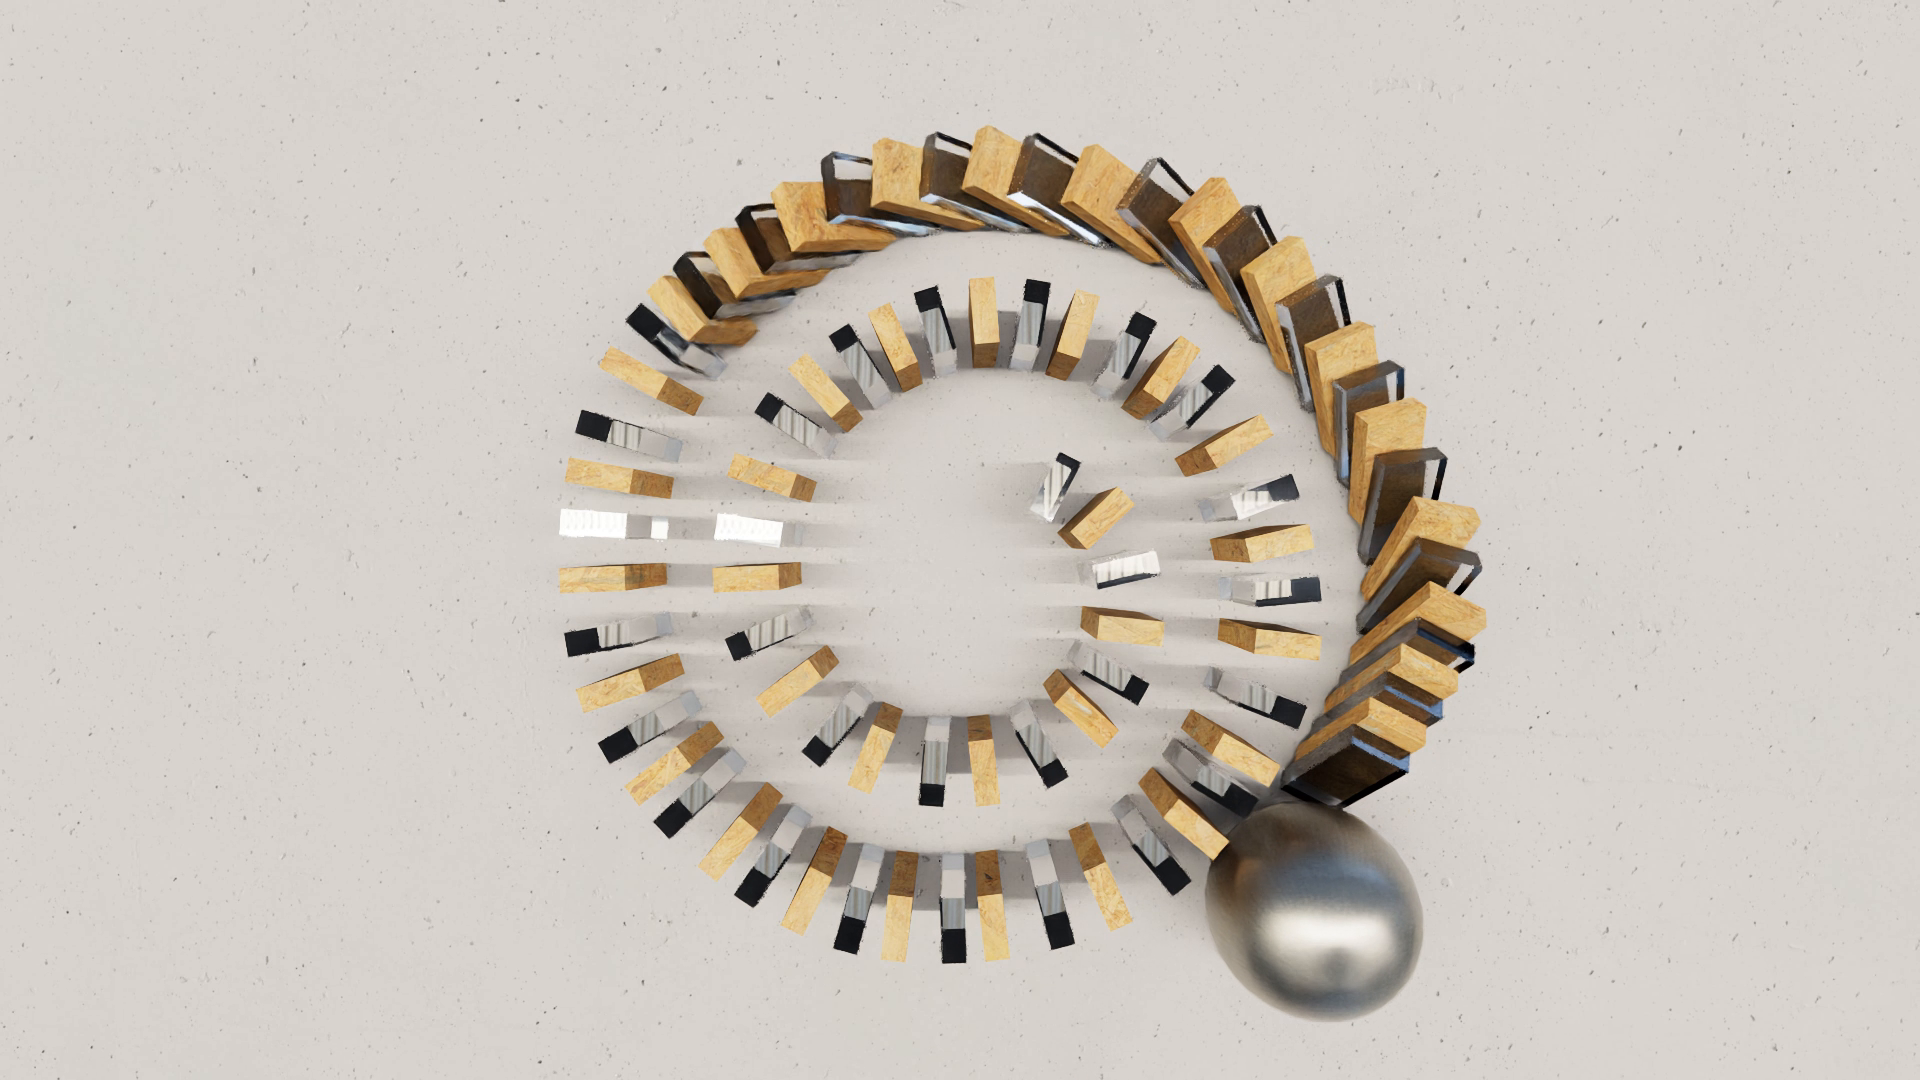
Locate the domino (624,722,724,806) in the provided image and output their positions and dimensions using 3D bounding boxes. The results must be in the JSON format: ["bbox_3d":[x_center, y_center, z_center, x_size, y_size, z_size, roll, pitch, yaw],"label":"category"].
[{"bbox_3d":[-0.115,0.090,0.375,0.025,0.050,0.009,-37,90,0],"label":"domino"}]

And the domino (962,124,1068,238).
[{"bbox_3d":[0.026,-0.149,0.382,0.050,0.010,0.025,15,89,-33],"label":"domino"}]

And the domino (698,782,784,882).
[{"bbox_3d":[-0.089,0.118,0.375,0.010,0.050,0.025,40,90,0],"label":"domino"}]

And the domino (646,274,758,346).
[{"bbox_3d":[-0.104,-0.093,0.375,0.010,0.050,0.025,-40,90,16],"label":"domino"}]

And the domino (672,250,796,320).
[{"bbox_3d":[-0.091,-0.106,0.376,0.009,0.050,0.025,-36,90,31],"label":"domino"}]

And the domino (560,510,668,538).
[{"bbox_3d":[-0.140,-0.006,0.375,0.025,0.050,0.009,4,90,0],"label":"domino"}]

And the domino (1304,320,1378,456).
[{"bbox_3d":[0.162,-0.063,0.383,0.025,0.009,0.050,-24,120,0],"label":"domino"}]

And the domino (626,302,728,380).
[{"bbox_3d":[-0.114,-0.080,0.375,0.025,0.050,0.010,40,94,0],"label":"domino"}]

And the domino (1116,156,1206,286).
[{"bbox_3d":[0.091,-0.133,0.384,0.050,0.010,0.025,34,90,-28],"label":"domino"}]

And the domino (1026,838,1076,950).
[{"bbox_3d":[0.036,0.144,0.375,0.009,0.050,0.025,-15,90,0],"label":"domino"}]

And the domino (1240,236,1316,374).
[{"bbox_3d":[0.138,-0.098,0.383,0.025,0.010,0.050,-36,121,-3],"label":"domino"}]

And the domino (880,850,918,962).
[{"bbox_3d":[-0.024,0.148,0.375,0.009,0.050,0.025,7,90,0],"label":"domino"}]

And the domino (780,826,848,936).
[{"bbox_3d":[-0.059,0.138,0.375,0.010,0.050,0.025,27,90,0],"label":"domino"}]

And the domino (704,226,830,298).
[{"bbox_3d":[-0.078,-0.116,0.378,0.010,0.050,0.025,-32,90,39],"label":"domino"}]

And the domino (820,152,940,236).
[{"bbox_3d":[-0.032,-0.143,0.381,0.050,0.010,0.025,-7,90,-39],"label":"domino"}]

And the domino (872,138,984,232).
[{"bbox_3d":[-0.013,-0.147,0.382,0.050,0.009,0.025,0,90,-35],"label":"domino"}]

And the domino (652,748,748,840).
[{"bbox_3d":[-0.105,0.102,0.375,0.025,0.050,0.009,-43,90,0],"label":"domino"}]

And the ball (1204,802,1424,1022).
[{"bbox_3d":[0.137,0.144,0.360,0.080,0.080,0.080,0,90,0],"label":"ball"}]

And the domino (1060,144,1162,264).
[{"bbox_3d":[0.068,-0.140,0.384,0.050,0.009,0.025,23,90,-29],"label":"domino"}]

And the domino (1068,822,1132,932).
[{"bbox_3d":[0.057,0.136,0.375,0.010,0.050,0.025,-24,90,0],"label":"domino"}]

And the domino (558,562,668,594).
[{"bbox_3d":[-0.141,0.015,0.375,0.025,0.050,0.010,-2,90,0],"label":"domino"}]

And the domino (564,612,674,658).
[{"bbox_3d":[-0.138,0.038,0.375,0.025,0.050,0.010,-10,90,0],"label":"domino"}]

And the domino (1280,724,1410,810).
[{"bbox_3d":[0.157,0.095,0.378,0.025,0.050,0.009,27,51,0],"label":"domino"}]

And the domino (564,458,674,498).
[{"bbox_3d":[-0.138,-0.025,0.375,0.025,0.050,0.010,10,90,0],"label":"domino"}]

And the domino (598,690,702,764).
[{"bbox_3d":[-0.125,0.075,0.375,0.025,0.050,0.010,-30,90,0],"label":"domino"}]

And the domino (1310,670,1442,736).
[{"bbox_3d":[0.170,0.074,0.378,0.025,0.050,0.010,27,51,0],"label":"domino"}]

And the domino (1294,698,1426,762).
[{"bbox_3d":[0.164,0.085,0.378,0.025,0.050,0.010,27,51,0],"label":"domino"}]

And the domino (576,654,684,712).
[{"bbox_3d":[-0.133,0.058,0.375,0.025,0.050,0.009,-19,90,0],"label":"domino"}]

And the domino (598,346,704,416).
[{"bbox_3d":[-0.125,-0.064,0.375,0.025,0.050,0.010,29,90,0],"label":"domino"}]

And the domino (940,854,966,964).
[{"bbox_3d":[-0.003,0.149,0.375,0.009,0.050,0.025,-2,90,0],"label":"domino"}]

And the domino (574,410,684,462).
[{"bbox_3d":[-0.134,-0.042,0.375,0.025,0.050,0.009,16,90,0],"label":"domino"}]

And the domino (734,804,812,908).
[{"bbox_3d":[-0.076,0.128,0.375,0.009,0.050,0.025,35,90,0],"label":"domino"}]

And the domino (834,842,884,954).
[{"bbox_3d":[-0.041,0.145,0.375,0.009,0.050,0.025,16,90,0],"label":"domino"}]

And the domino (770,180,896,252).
[{"bbox_3d":[-0.051,-0.134,0.379,0.050,0.009,0.025,-21,90,-45],"label":"domino"}]

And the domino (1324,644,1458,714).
[{"bbox_3d":[0.176,0.064,0.378,0.025,0.050,0.009,27,51,0],"label":"domino"}]

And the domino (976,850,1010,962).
[{"bbox_3d":[0.013,0.148,0.375,0.009,0.050,0.025,-7,90,0],"label":"domino"}]

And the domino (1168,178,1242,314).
[{"bbox_3d":[0.110,-0.123,0.383,0.025,0.010,0.050,-45,121,0],"label":"domino"}]

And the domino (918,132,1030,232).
[{"bbox_3d":[0.008,-0.148,0.382,0.050,0.009,0.025,6,90,-33],"label":"domino"}]

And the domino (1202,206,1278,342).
[{"bbox_3d":[0.123,-0.111,0.382,0.025,0.009,0.050,-43,121,-1],"label":"domino"}]

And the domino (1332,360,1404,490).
[{"bbox_3d":[0.170,-0.047,0.381,0.025,0.009,0.050,-21,126,-1],"label":"domino"}]

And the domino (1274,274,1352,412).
[{"bbox_3d":[0.151,-0.082,0.383,0.025,0.009,0.050,-29,120,-3],"label":"domino"}]

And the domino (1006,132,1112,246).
[{"bbox_3d":[0.045,-0.145,0.383,0.050,0.010,0.025,17,90,-33],"label":"domino"}]

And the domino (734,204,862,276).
[{"bbox_3d":[-0.066,-0.125,0.378,0.009,0.050,0.025,-27,90,42],"label":"domino"}]
